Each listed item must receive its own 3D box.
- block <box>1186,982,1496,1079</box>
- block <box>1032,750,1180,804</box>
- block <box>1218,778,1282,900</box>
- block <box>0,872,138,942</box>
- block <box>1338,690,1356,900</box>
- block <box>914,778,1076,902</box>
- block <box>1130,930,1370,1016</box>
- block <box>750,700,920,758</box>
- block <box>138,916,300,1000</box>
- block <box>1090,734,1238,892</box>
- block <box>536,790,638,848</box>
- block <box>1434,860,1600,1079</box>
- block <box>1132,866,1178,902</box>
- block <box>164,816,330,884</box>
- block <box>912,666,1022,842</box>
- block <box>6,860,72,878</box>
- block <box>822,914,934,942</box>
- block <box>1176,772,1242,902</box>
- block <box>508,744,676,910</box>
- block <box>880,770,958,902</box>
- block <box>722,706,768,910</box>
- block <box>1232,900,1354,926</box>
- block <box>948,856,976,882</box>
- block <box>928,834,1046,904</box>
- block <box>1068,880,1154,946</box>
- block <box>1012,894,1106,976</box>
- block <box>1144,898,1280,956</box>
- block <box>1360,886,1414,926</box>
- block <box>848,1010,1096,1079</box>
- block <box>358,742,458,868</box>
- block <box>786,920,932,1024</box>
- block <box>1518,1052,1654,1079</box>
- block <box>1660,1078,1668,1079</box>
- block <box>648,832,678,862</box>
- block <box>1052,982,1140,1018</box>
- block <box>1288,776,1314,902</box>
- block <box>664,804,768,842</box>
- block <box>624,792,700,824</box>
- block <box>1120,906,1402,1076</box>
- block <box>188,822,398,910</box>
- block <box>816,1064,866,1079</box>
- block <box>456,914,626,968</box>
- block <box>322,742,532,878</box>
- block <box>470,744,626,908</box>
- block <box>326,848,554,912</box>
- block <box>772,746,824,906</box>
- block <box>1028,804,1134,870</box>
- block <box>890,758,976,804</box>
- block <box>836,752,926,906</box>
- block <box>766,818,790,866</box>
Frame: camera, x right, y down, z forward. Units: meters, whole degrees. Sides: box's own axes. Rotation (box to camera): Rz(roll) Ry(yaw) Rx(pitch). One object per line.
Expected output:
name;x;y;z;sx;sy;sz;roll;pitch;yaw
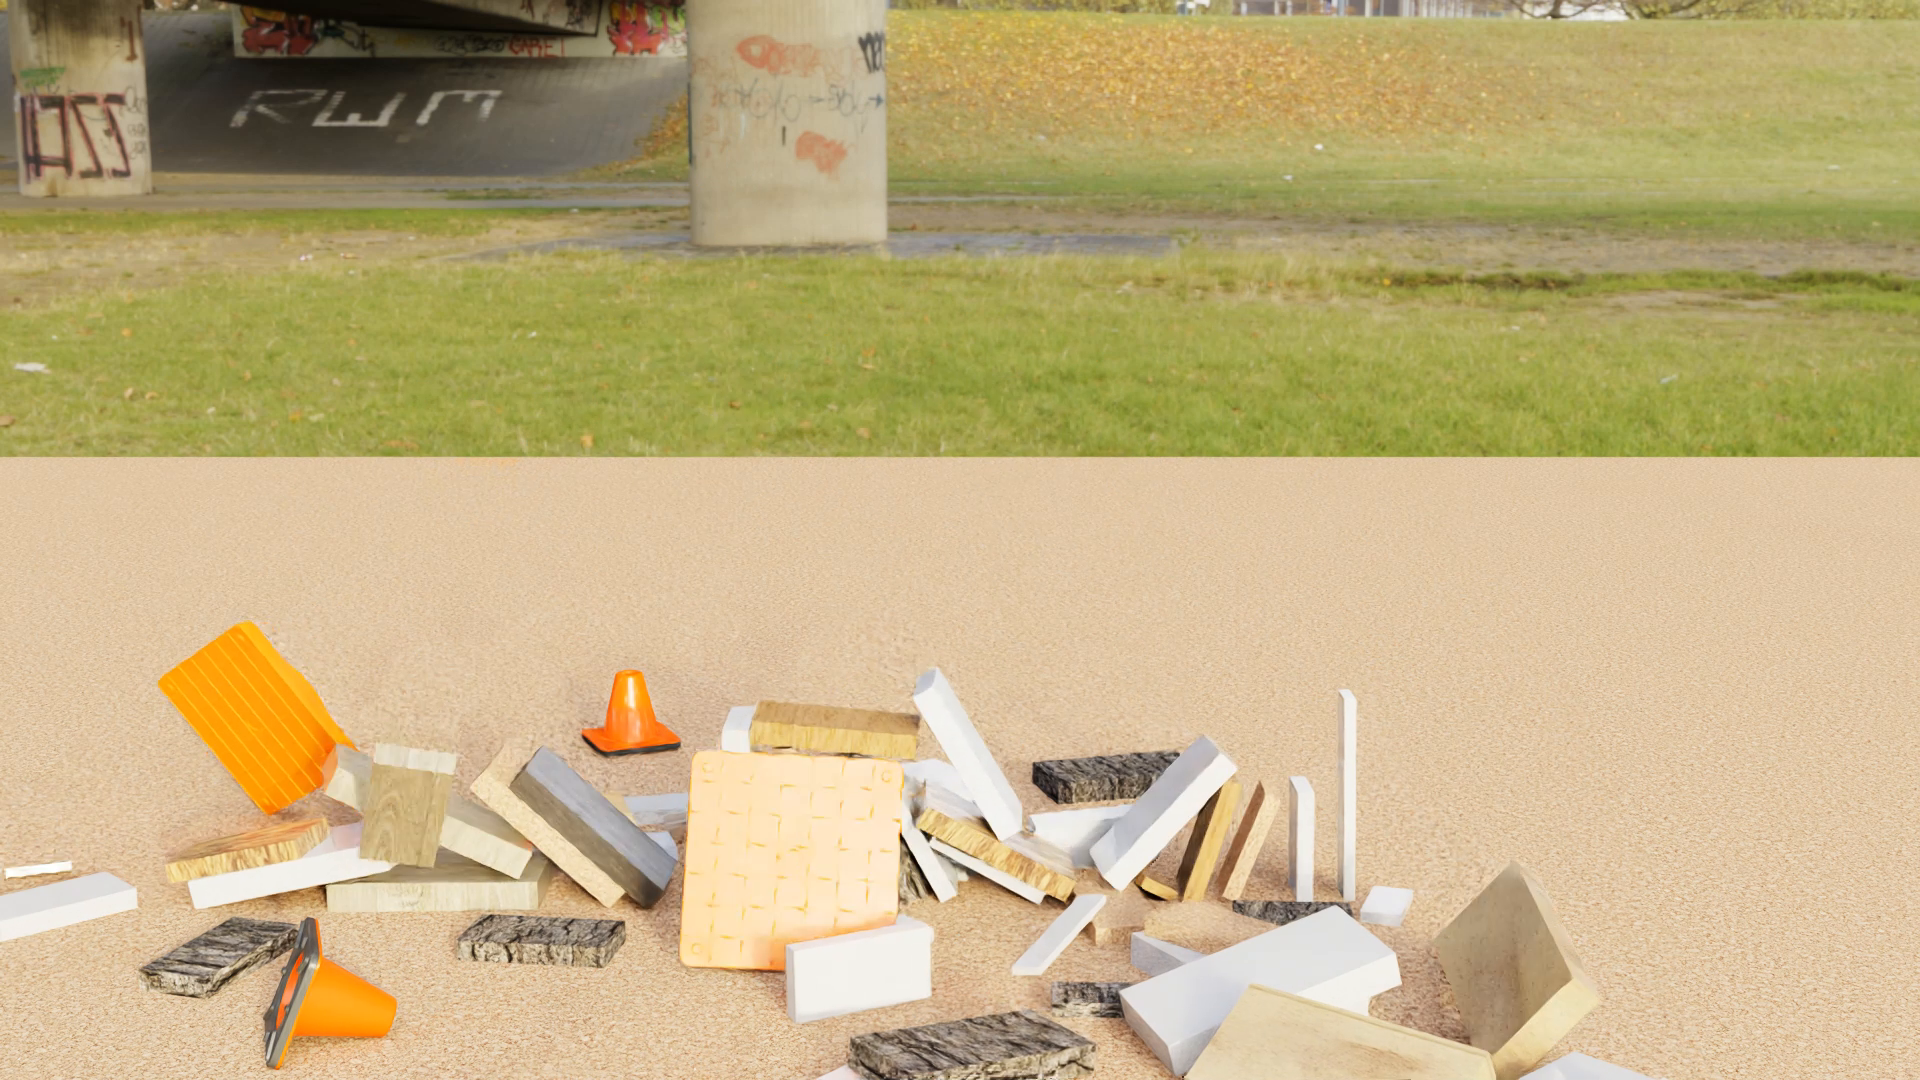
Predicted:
block;0.481;0.685;2.802;0.349;0.049;0.175;9;43;40
block;0.306;0.459;4.261;0.298;0.042;0.149;-3;11;-17
block;0.480;0.499;3.656;0.027;0.187;0.094;21;10;-2
block;-1.472;0.593;3.560;0.235;0.033;0.117;-10;15;-43
block;0.639;0.422;3.635;0.018;0.343;0.065;-2;11;0
block;0.057;0.496;3.640;0.278;0.039;0.139;28;10;-8
block;0.423;0.643;3.247;0.174;0.049;0.348;-6;12;-29
block;-0.204;0.311;3.617;0.268;0.038;0.134;5;10;0
block;-1.124;0.633;3.344;0.117;0.033;0.233;3;11;17
block;0.334;0.449;3.639;0.039;0.278;0.139;43;2;-11
block;-0.680;0.504;3.941;0.182;0.026;0.091;-7;43;-31
block;0.771;0.599;3.076;0.049;0.174;0.379;39;14;-8
block;0.307;0.563;3.678;0.068;0.019;0.137;27;1;-21
block;-1.175;0.512;3.632;0.235;0.033;0.117;-12;9;12
block;0.014;0.351;3.623;0.039;0.278;0.139;-30;7;7
block;-1.571;0.561;3.751;0.103;0.015;0.051;-5;-4;-23
block;-0.128;0.623;3.432;0.158;0.022;0.079;-8;13;-38
block;0.413;0.485;3.650;0.030;0.214;0.107;18;10;-3
block;-0.606;0.474;3.647;0.301;0.043;0.151;43;9;-6
block;-0.068;0.491;3.659;0.030;0.209;0.104;-28;9;5
block;-0.355;0.441;3.642;0.043;0.301;0.151;-2;10;1
block;0.533;0.606;3.512;0.187;0.027;0.094;1;11;3
block;-0.004;0.543;3.840;0.104;0.030;0.209;4;11;19
block;0.047;0.528;3.656;0.209;0.030;0.104;29;10;-3
block;0.249;0.599;3.539;0.107;0.030;0.214;-2;11;-9
block;0.156;0.612;3.414;0.046;0.013;0.262;-5;14;28
block;0.395;0.592;3.303;0.214;0.030;0.107;10;15;43
block;0.696;0.596;3.585;0.065;0.018;0.130;4;11;20
block;0.018;0.688;2.935;0.298;0.042;0.149;0;8;-35
block;-0.854;0.413;3.389;0.117;0.033;0.345;10;-34;-13
block;-0.146;0.625;3.185;0.215;0.108;0.030;-5;10;-27
block;0.869;0.737;2.740;0.175;0.049;0.349;-9;14;-41
block;0.773;0.743;2.542;0.349;0.049;0.175;-18;20;-31
block;-0.593;0.544;3.846;0.182;0.026;0.091;-3;11;-17
block;0.212;0.667;3.191;0.158;0.022;0.079;0;11;1
block;0.567;0.497;3.657;0.027;0.187;0.094;-1;11;0
block;-0.442;0.506;3.973;0.182;0.026;0.091;-10;10;-8
block;-0.578;0.501;4.079;0.182;0.026;0.091;-3;11;-16
block;0.417;0.625;3.071;0.348;0.049;0.174;-19;18;-13
block;-1.079;0.529;3.645;0.341;0.048;0.171;-12;9;9
block;-0.140;0.722;2.898;0.079;0.022;0.158;9;14;39
block;-0.648;0.621;3.411;0.233;0.033;0.117;1;11;7
block;-0.875;0.443;3.607;0.341;0.048;0.171;28;0;-19
block;-0.669;0.473;3.649;0.302;0.043;0.151;43;9;-7
block;-0.861;0.566;3.665;0.341;0.048;0.171;0;11;-1
block;-0.268;0.456;3.648;0.038;0.268;0.134;-8;10;2
block;0.217;0.513;3.780;0.213;0.107;0.030;-4;33;-19
block;-0.036;0.469;4.239;0.107;0.030;0.213;-7;12;-32
block;-0.129;0.462;3.649;0.038;0.268;0.134;-24;10;3
block;-0.316;0.535;3.897;0.091;0.026;0.182;0;11;2
